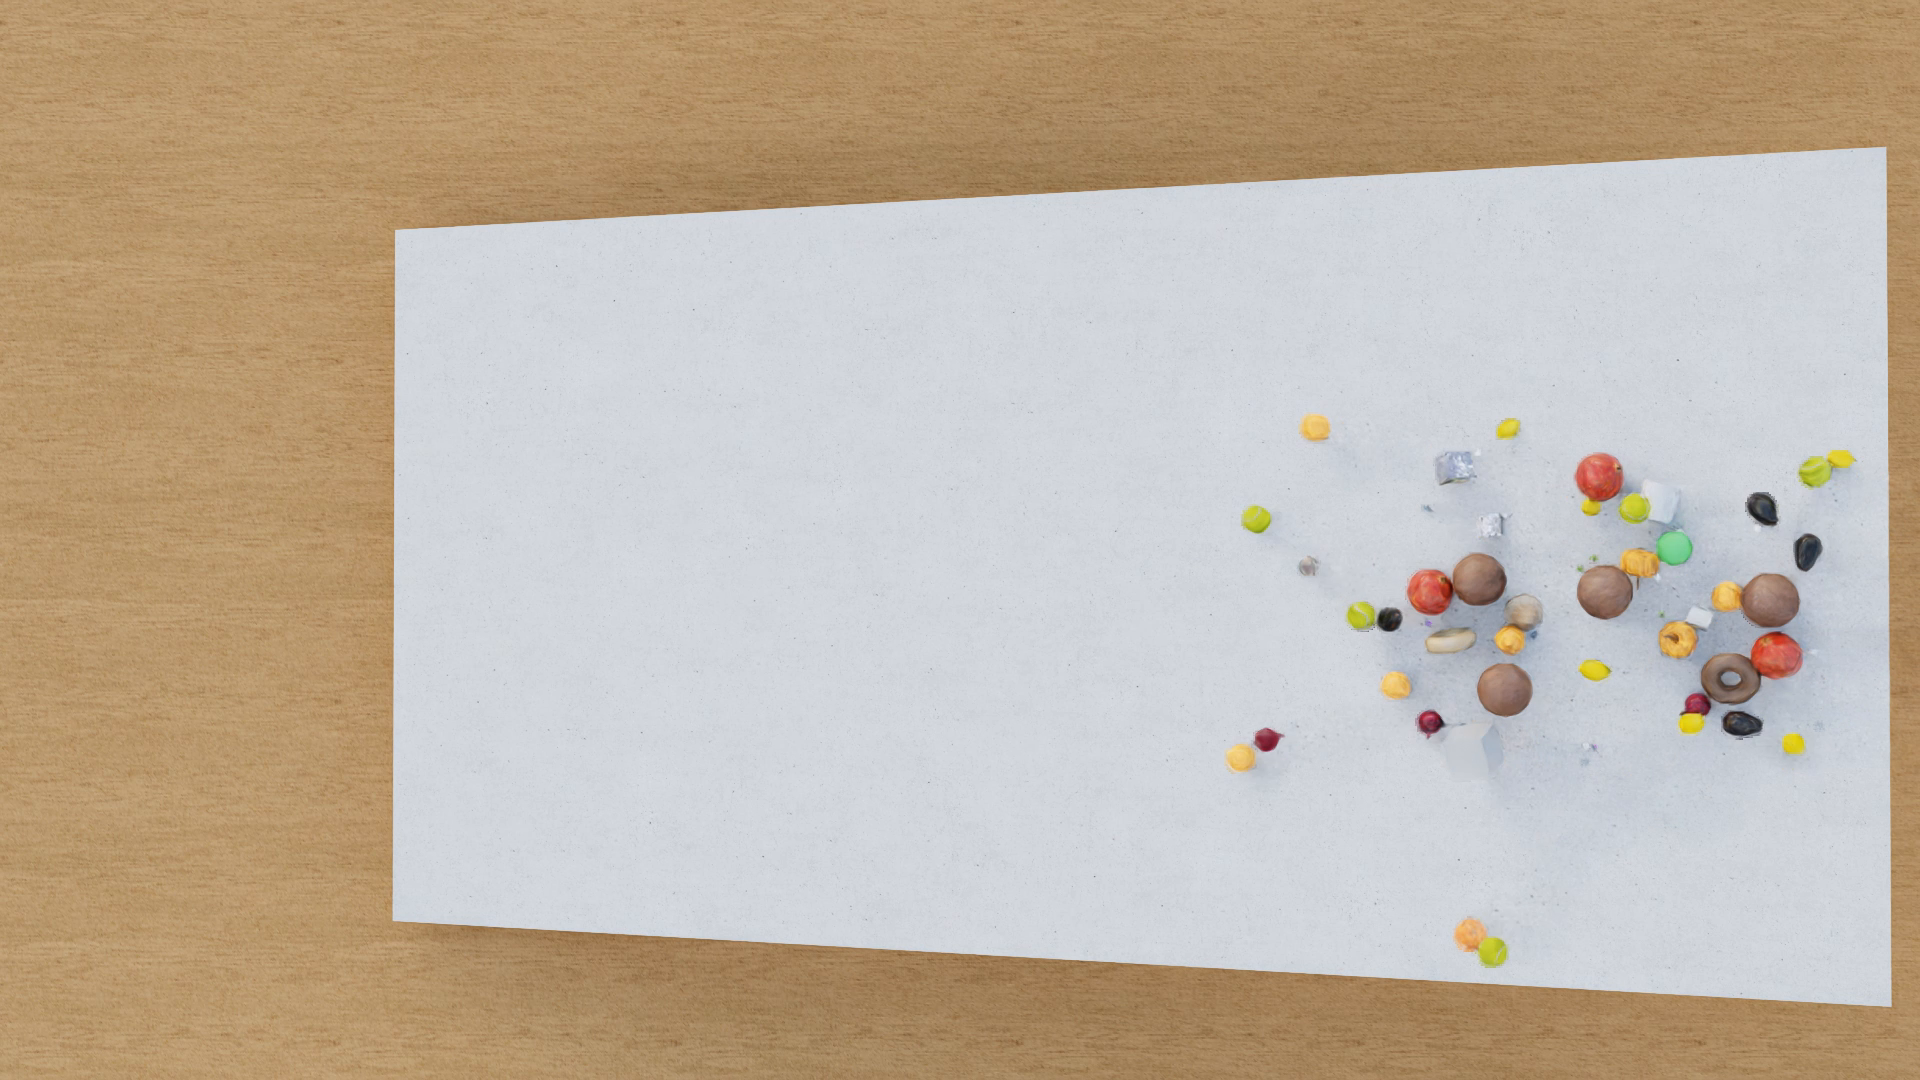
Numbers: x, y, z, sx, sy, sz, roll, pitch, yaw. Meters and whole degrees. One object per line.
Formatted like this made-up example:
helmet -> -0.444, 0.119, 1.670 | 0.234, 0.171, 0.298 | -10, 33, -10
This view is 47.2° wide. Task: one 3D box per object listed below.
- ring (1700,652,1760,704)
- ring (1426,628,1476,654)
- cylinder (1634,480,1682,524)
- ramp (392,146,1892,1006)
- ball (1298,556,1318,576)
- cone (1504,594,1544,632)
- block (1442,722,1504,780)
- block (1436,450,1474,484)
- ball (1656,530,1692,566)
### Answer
ring -> 1.815, 0.327, 5.180 | 0.135, 0.045, 0.135 | 10, 119, 19
ring -> 1.198, 0.246, 5.365 | 0.126, 0.126, 0.042 | -13, 97, 0
cylinder -> 1.661, -0.090, 5.237 | 0.087, 0.087, 0.087 | 16, 94, 0
ramp -> 0.277, 0.092, 5.788 | 4.000, 0.100, 2.000 | 0, 89, 18
ball -> 0.874, 0.066, 5.513 | 0.050, 0.050, 0.050 | 0, 89, 0
cone -> 1.367, 0.189, 5.313 | 0.095, 0.095, 0.095 | 2, 105, 8
block -> 1.235, 0.507, 5.285 | 0.100, 0.100, 0.100 | -9, 104, 36
block -> 1.209, -0.176, 5.375 | 0.065, 0.065, 0.065 | -3, 76, -11
ball -> 1.692, 0.019, 5.211 | 0.082, 0.082, 0.082 | 0, 89, 0
